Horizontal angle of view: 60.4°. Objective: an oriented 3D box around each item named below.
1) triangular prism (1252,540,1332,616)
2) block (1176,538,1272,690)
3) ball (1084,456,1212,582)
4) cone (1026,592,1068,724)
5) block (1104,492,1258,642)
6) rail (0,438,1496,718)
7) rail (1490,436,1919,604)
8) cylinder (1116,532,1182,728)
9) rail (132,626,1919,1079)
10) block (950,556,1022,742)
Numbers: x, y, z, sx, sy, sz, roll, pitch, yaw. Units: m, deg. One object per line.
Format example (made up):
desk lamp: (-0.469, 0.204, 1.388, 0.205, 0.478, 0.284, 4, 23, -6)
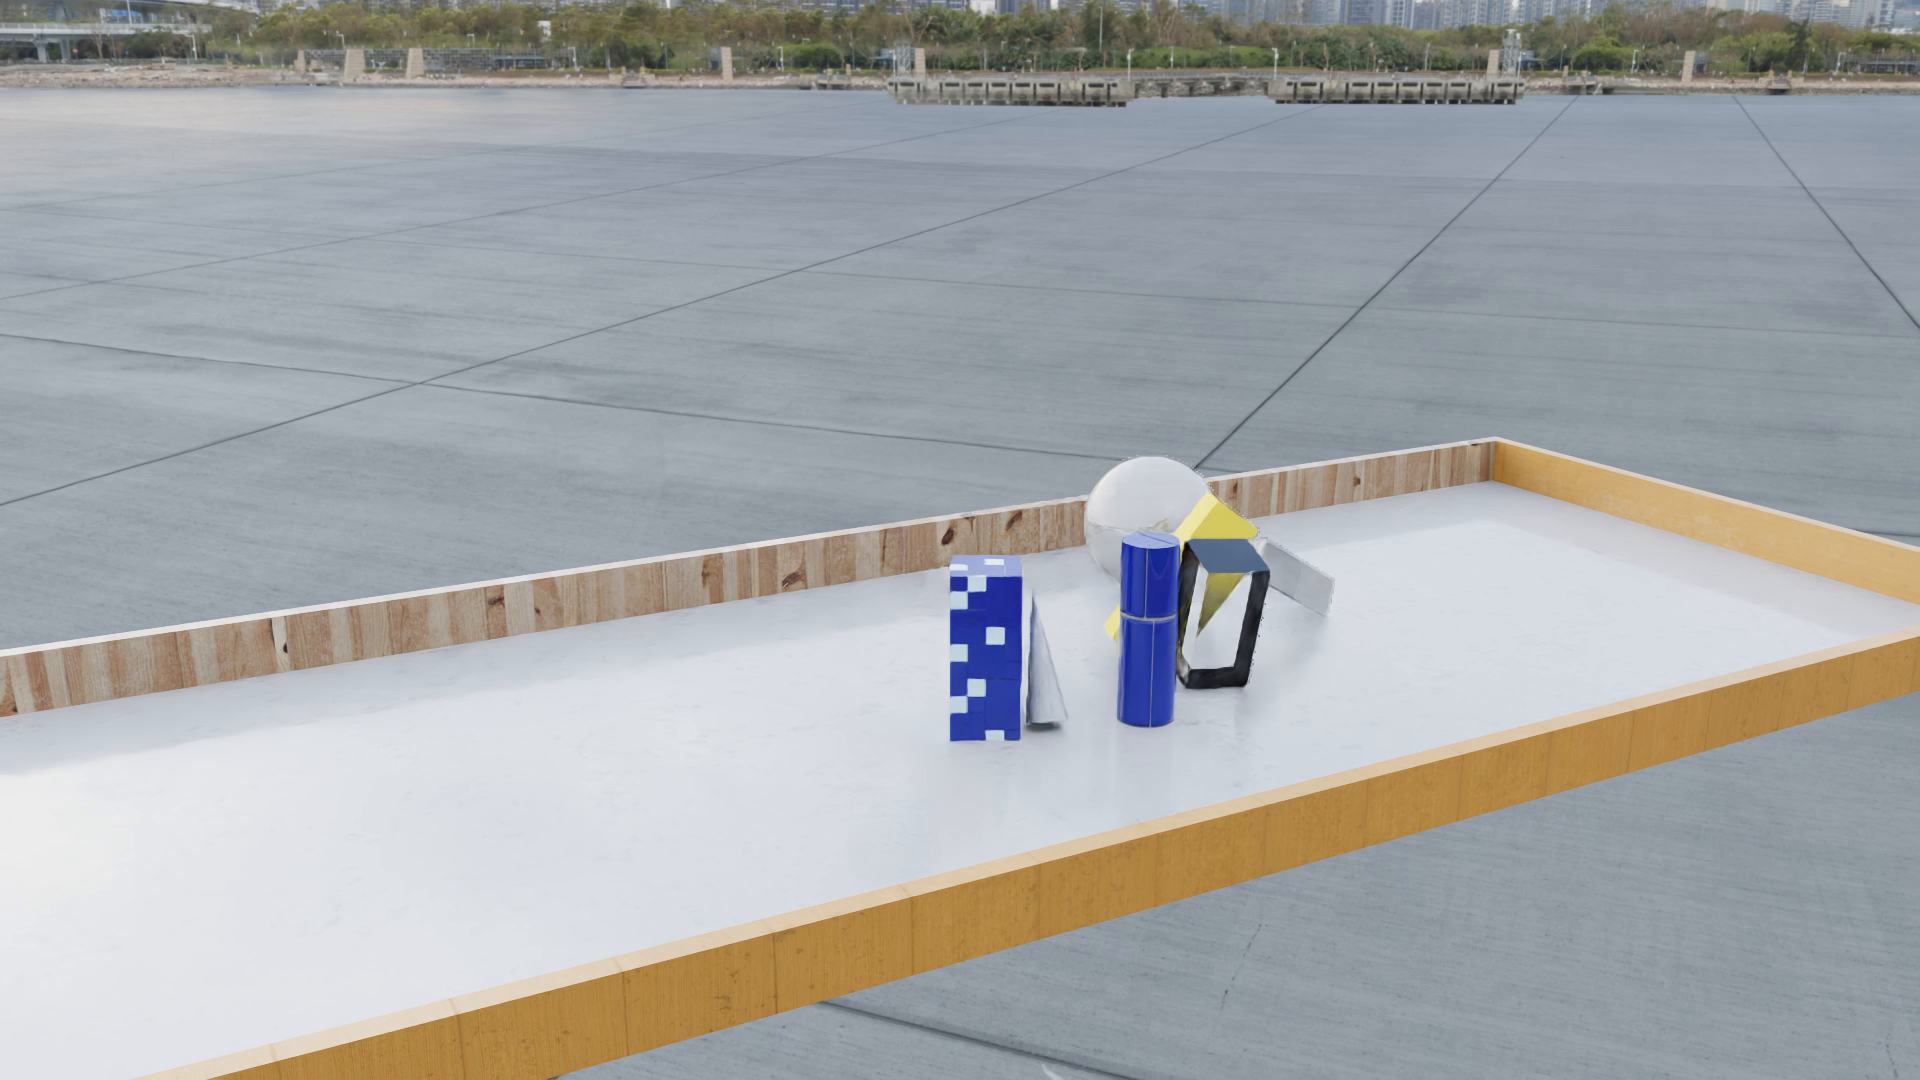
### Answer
triangular prism: (0.903, 0.093, 4.520, 0.362, 0.093, 0.108, 26, 14, -43)
block: (0.633, 0.183, 4.080, 0.161, 0.334, 0.161, -2, 30, -14)
ball: (0.558, -0.049, 4.822, 0.394, 0.394, 0.394, 0, 16, 0)
cone: (0.187, 0.268, 3.865, 0.100, 0.310, 0.100, -6, -3, 0)
block: (0.563, 0.100, 4.236, 0.130, 0.441, 0.130, 36, 7, -10)
rail: (-3.305, 0.497, 3.399, 12.000, 0.150, 0.050, -9, 18, -27)
rail: (2.466, -0.048, 5.253, 0.050, 0.150, 2.100, -9, 18, -27)
cylinder: (0.440, 0.211, 3.859, 0.136, 0.439, 0.136, 0, 16, 0)
rail: (-2.336, 1.006, 1.665, 12.000, 0.150, 0.050, -9, 18, -27)
block: (0.059, 0.249, 3.804, 0.160, 0.396, 0.160, 0, 16, 0)
